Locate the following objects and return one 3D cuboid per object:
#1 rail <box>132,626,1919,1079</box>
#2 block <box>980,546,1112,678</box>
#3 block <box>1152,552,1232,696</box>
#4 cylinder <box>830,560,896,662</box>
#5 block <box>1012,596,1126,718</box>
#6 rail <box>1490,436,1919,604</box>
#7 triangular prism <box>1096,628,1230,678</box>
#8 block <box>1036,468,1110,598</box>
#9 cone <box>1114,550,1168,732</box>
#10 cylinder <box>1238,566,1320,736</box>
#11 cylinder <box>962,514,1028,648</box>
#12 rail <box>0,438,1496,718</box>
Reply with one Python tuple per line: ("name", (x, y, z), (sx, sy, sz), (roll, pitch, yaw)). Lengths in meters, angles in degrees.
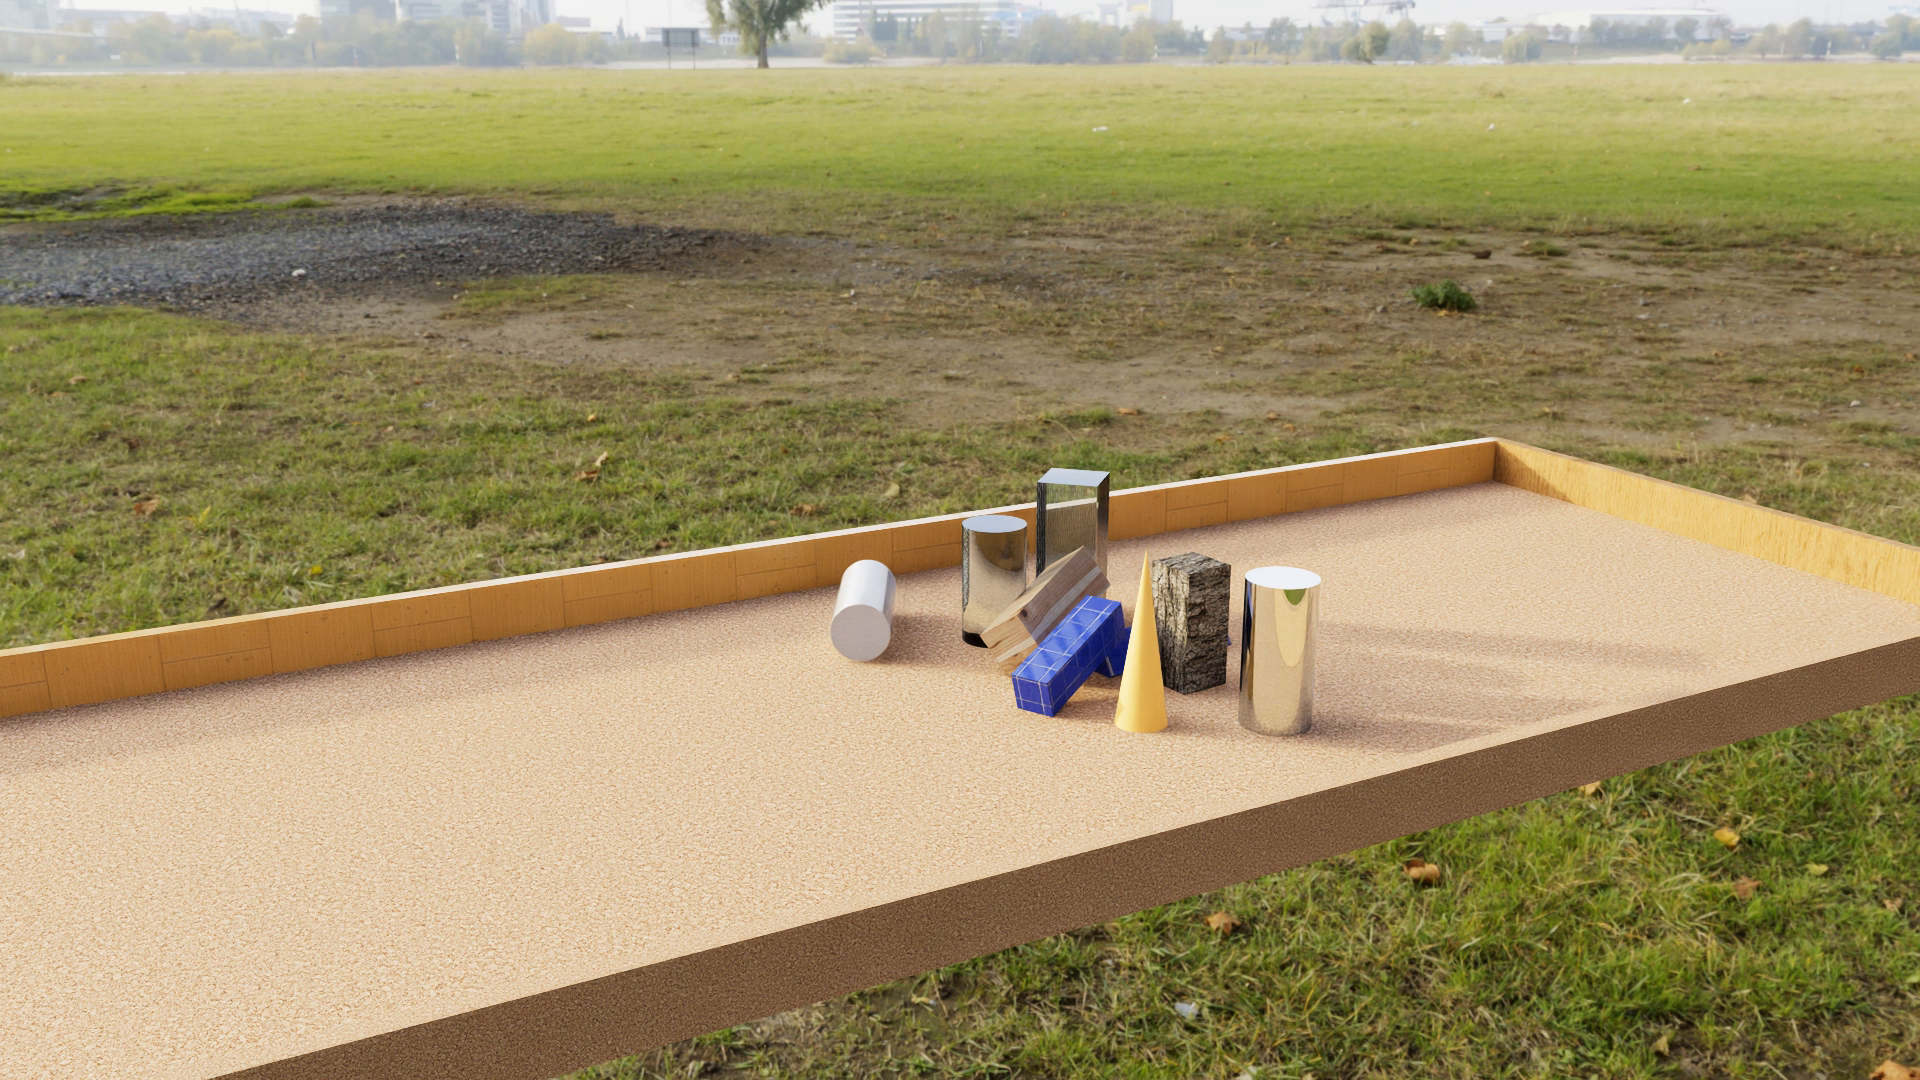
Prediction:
("rail", (-2.336, 1.006, 1.665), (12.000, 0.150, 0.050), (-9, 18, -27))
("block", (0.229, 0.181, 4.307), (0.130, 0.130, 0.440), (-32, 6, 35))
("block", (0.570, 0.206, 4.102), (0.137, 0.312, 0.137), (-11, 20, -33))
("cylinder", (-0.257, 0.185, 4.445), (0.156, 0.156, 0.390), (0, 16, 0))
("block", (0.271, 0.280, 4.043), (0.101, 0.101, 0.360), (11, 37, 34))
("rail", (2.466, -0.048, 5.253), (0.050, 0.150, 2.100), (-9, 18, -27))
("triangular prism", (0.520, 0.254, 4.311), (0.423, 0.096, 0.110), (-11, 20, -34))
("block", (0.314, 0.016, 4.598), (0.167, 0.395, 0.167), (5, 17, 16))
("cone", (0.427, 0.224, 3.831), (0.125, 0.429, 0.125), (0, 16, 0))
("cylinder", (0.742, 0.258, 3.841), (0.172, 0.358, 0.172), (0, 16, 0))
("cylinder", (0.091, 0.110, 4.412), (0.173, 0.320, 0.173), (0, 16, 0))
("rail", (-3.305, 0.497, 3.399), (12.000, 0.150, 0.050), (-9, 18, -27))
